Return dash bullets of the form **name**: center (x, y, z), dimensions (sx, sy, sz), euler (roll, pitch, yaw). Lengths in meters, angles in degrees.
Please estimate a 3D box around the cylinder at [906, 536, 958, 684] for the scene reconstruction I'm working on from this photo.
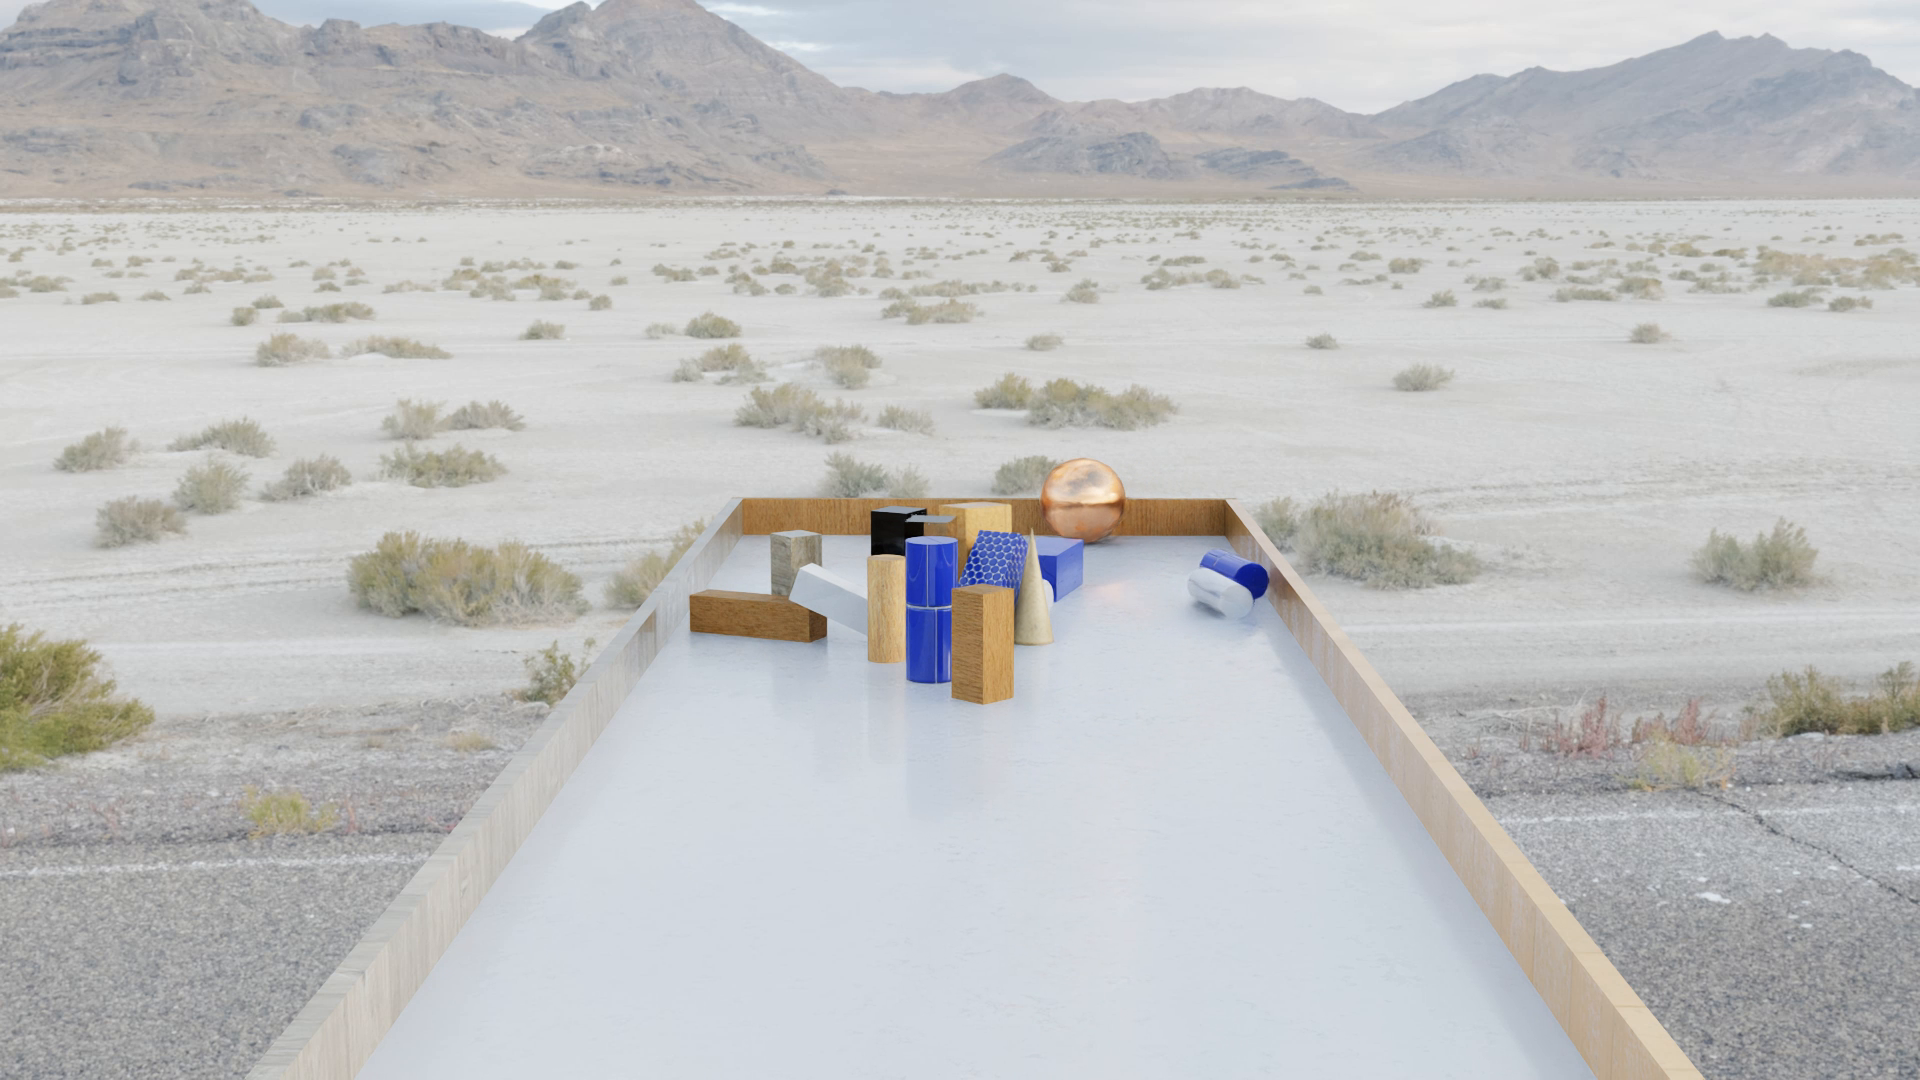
- **cylinder**: center (-0.082, 0.203, 6.414), dimensions (0.152, 0.410, 0.152), euler (0, 9, 0)

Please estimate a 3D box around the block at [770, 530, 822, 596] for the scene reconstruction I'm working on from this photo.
- **block**: center (-0.537, 0.129, 7.230), dimensions (0.121, 0.303, 0.121), euler (-7, 11, -37)

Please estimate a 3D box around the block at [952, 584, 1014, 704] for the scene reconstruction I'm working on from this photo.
- **block**: center (0.064, 0.291, 6.178), dimensions (0.124, 0.312, 0.124), euler (9, 13, 44)

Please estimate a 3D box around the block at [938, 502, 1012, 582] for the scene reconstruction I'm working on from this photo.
- **block**: center (0.055, 0.079, 7.232), dimensions (0.173, 0.390, 0.173), euler (-5, 7, -30)

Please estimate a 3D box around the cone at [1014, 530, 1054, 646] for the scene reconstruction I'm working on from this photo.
- **cone**: center (0.227, 0.140, 6.950), dimensions (0.144, 0.368, 0.144), euler (0, 9, 0)

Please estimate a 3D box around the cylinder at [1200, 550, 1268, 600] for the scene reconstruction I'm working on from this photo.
- **cylinder**: center (0.973, 0.122, 7.820), dimensions (0.132, 0.132, 0.315), euler (-3, 9, -16)

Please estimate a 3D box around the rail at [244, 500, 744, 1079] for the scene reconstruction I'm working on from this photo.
- **rail**: center (-1.004, 0.839, 3.234), dimensions (0.050, 0.150, 12.000), euler (0, 9, 1)

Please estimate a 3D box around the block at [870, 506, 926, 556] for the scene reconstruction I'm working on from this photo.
- **block**: center (-0.199, 0.091, 7.204), dimensions (0.134, 0.385, 0.134), euler (5, 10, 28)

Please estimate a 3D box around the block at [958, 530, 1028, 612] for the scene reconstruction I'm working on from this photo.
- **block**: center (0.103, 0.147, 7.002), dimensions (0.150, 0.319, 0.150), euler (5, -32, 30)

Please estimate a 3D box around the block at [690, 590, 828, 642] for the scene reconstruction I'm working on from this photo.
- **block**: center (-0.651, 0.243, 7.091), dimensions (0.440, 0.120, 0.120), euler (4, 10, 24)

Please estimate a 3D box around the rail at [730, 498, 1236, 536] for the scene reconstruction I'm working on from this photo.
- **rail**: center (0.099, -0.098, 9.147), dimensions (2.100, 0.150, 0.050), euler (0, 9, 1)

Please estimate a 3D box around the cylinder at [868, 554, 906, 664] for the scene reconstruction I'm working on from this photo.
- **cylinder**: center (-0.223, 0.209, 6.687), dimensions (0.117, 0.314, 0.117), euler (0, 9, 0)

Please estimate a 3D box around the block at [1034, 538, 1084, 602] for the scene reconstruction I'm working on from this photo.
- **block**: center (0.313, 0.103, 7.835), dimensions (0.163, 0.163, 0.382), euler (3, 9, 17)

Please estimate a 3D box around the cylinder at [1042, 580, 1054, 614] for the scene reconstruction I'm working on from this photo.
- **cylinder**: center (0.143, 0.183, 7.414), dimensions (0.328, 0.139, 0.139), euler (8, 12, 40)

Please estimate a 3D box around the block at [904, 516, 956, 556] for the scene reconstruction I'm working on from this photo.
- **block**: center (-0.093, 0.124, 6.990), dimensions (0.141, 0.387, 0.141), euler (2, 9, 11)

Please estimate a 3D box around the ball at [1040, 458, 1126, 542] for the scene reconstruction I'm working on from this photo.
- **ball**: center (0.501, -0.161, 8.922), dimensions (0.345, 0.345, 0.345), euler (0, 9, 0)

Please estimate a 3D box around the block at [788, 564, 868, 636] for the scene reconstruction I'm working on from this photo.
- **block**: center (-0.326, 0.209, 6.905), dimensions (0.400, 0.108, 0.108), euler (24, 15, 12)

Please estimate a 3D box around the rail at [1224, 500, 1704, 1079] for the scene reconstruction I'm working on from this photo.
- **rail**: center (1.046, 0.843, 3.208), dimensions (0.050, 0.150, 12.000), euler (0, 9, 1)

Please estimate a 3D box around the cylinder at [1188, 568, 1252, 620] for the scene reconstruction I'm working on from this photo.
- **cylinder**: center (0.885, 0.181, 7.498), dimensions (0.117, 0.117, 0.342), euler (-2, 9, -12)
